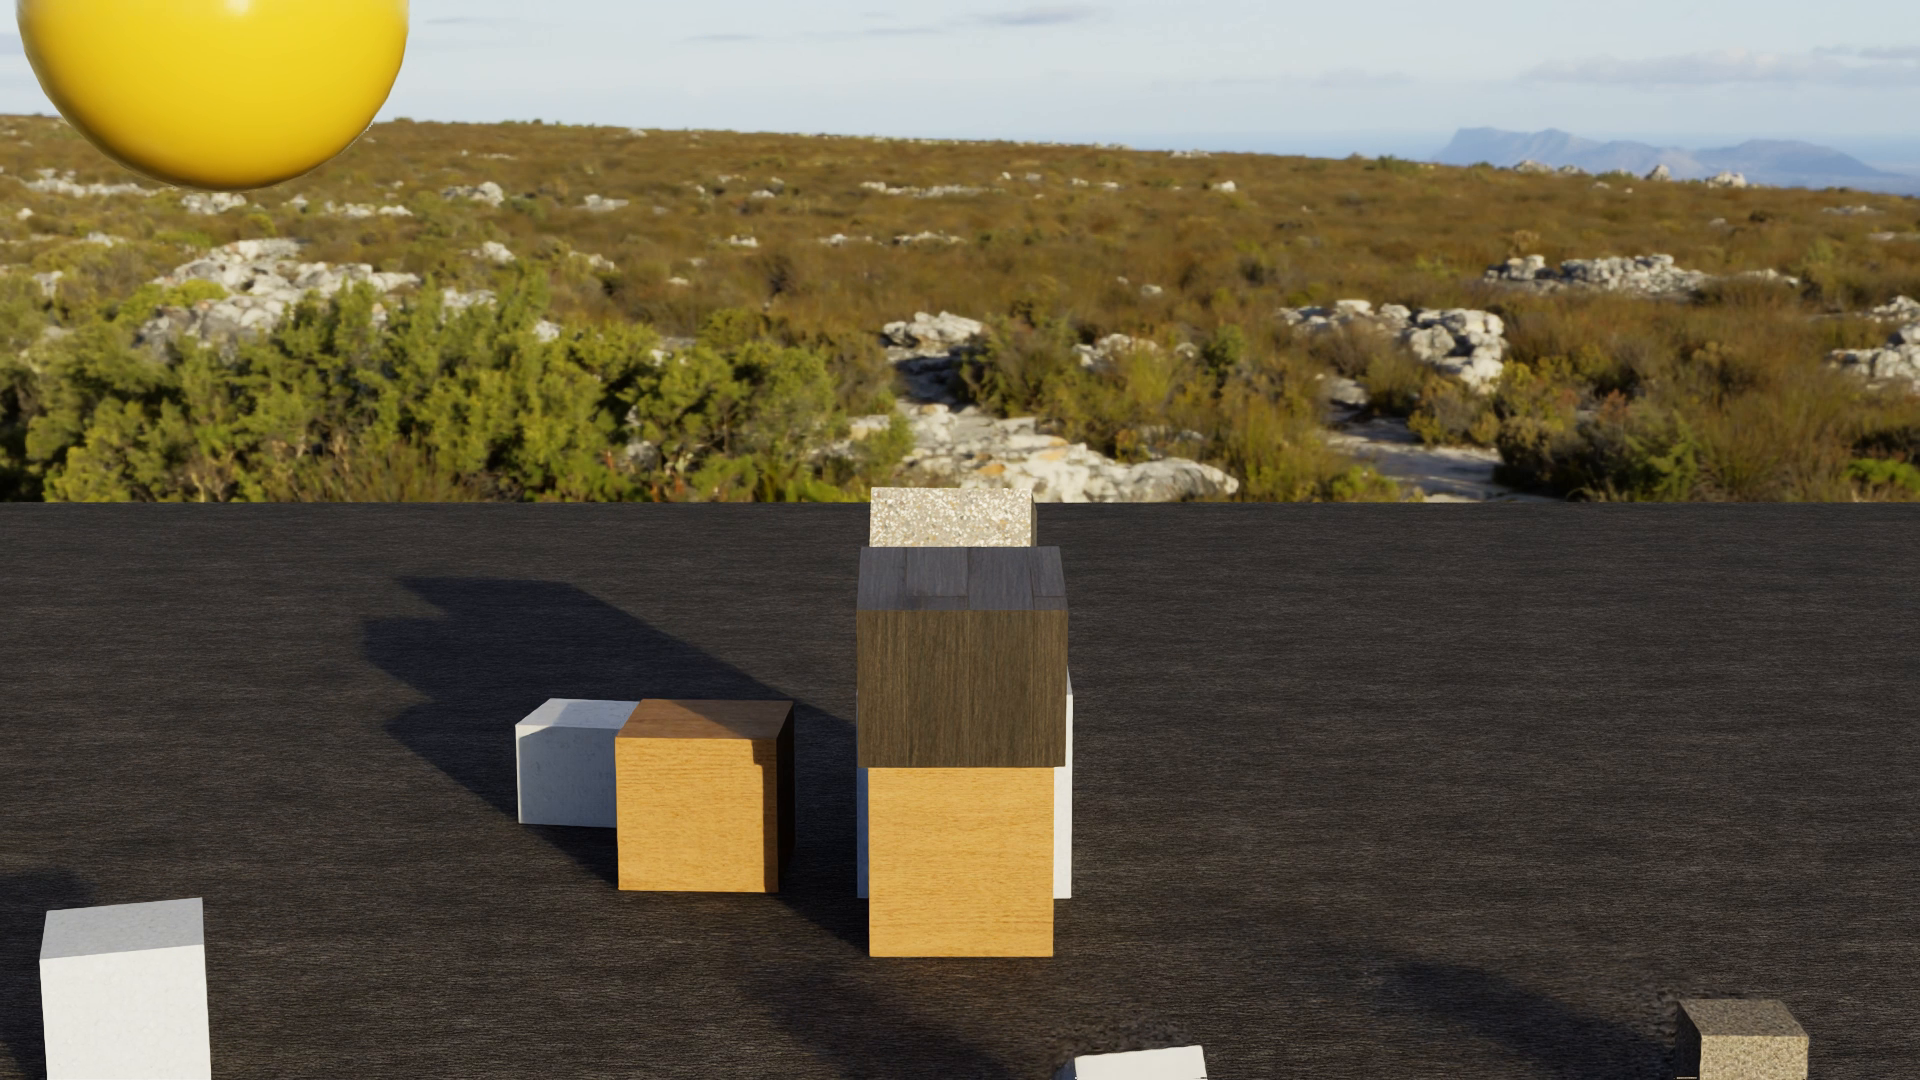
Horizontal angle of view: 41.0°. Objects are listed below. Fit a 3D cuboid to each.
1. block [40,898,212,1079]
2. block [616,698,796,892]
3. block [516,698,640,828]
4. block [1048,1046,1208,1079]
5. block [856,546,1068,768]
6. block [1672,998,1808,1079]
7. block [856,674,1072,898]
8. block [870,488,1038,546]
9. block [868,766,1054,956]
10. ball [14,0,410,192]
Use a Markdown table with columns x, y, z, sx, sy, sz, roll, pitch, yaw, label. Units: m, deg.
| x | y | z | sx | sy | sz | roll | pitch | yaw | label |
| --- | --- | --- | --- | --- | --- | --- | --- | --- | --- |
| -2.927 | 1.631 | 9.031 | 0.532 | 0.559 | 0.536 | -3 | 11 | -16 | block |
| -1.122 | 1.129 | 11.444 | 0.697 | 0.684 | 0.698 | 0 | 10 | 3 | block |
| -1.792 | 1.068 | 12.346 | 0.527 | 0.481 | 0.527 | 2 | 10 | 9 | block |
| 0.525 | 1.817 | 7.954 | 0.411 | 0.378 | 0.416 | -2 | -23 | -15 | block |
| 0.004 | 0.466 | 10.441 | 0.825 | 0.670 | 0.729 | 0 | 20 | -1 | block |
| 2.662 | 1.792 | 8.767 | 0.354 | 0.338 | 0.347 | 0 | 10 | 2 | block |
| 0.019 | 1.024 | 11.416 | 0.921 | 0.900 | 0.874 | 0 | 10 | 0 | block |
| -0.023 | 0.174 | 12.088 | 0.736 | 0.730 | 0.740 | 1 | -8 | 4 | block |
| 0.005 | 1.227 | 10.628 | 0.739 | 0.783 | 0.732 | 0 | 10 | 0 | block |
| -3.124 | -2.266 | 10.768 | 1.600 | 1.600 | 1.600 | 0 | 10 | 0 | ball |
